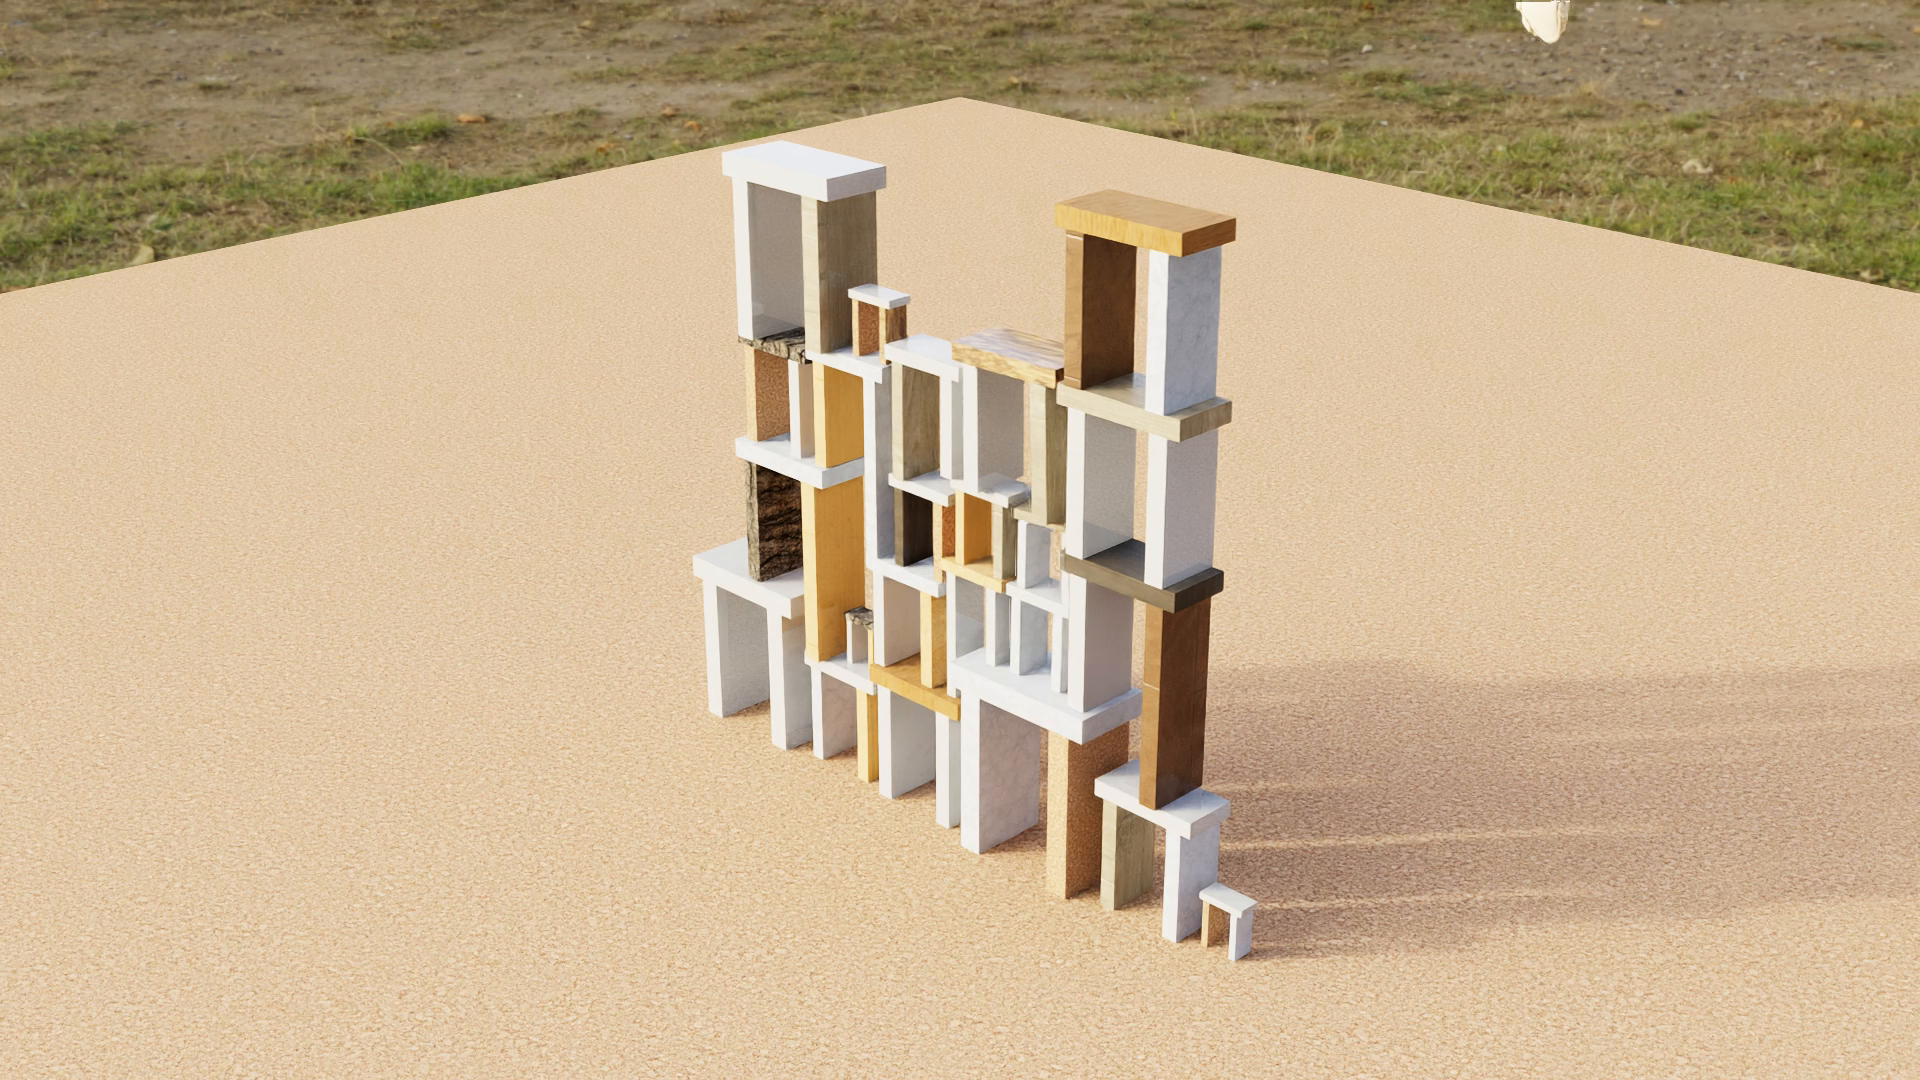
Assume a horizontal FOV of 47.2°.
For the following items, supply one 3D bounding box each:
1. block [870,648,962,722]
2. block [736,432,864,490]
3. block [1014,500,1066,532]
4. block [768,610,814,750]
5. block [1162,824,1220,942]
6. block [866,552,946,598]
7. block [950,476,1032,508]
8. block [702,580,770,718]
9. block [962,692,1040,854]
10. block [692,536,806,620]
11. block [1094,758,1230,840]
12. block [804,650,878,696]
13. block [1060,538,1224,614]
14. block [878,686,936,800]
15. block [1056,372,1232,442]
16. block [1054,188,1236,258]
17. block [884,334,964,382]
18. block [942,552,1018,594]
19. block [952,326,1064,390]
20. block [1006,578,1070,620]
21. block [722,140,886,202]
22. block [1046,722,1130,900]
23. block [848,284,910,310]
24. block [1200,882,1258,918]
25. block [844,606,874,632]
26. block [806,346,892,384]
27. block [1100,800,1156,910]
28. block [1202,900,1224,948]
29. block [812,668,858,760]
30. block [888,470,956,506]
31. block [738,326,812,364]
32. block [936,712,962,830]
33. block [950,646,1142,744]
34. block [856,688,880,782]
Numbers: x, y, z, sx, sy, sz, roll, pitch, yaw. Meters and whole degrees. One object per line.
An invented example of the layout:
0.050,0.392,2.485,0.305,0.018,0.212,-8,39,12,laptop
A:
-0.050,0.285,4.400,0.251,0.036,0.126,21,31,41,block
-0.322,-0.173,4.500,0.134,0.038,0.267,-21,31,-41,block
0.174,-0.044,4.021,0.138,0.020,0.069,17,29,34,block
-0.331,0.275,4.703,0.045,0.320,0.160,21,31,41,block
0.424,0.613,4.026,0.032,0.228,0.114,21,31,41,block
-0.078,0.056,4.337,0.203,0.029,0.102,21,31,41,block
0.061,-0.099,4.115,0.075,0.021,0.150,-21,31,-40,block
-0.482,0.216,4.842,0.045,0.320,0.160,21,31,41,block
0.080,0.428,4.313,0.049,0.343,0.171,21,31,41,block
-0.407,0.077,4.701,0.320,0.045,0.160,21,31,41,block
0.370,0.472,4.024,0.114,0.032,0.228,-21,31,-40,block
-0.214,0.259,4.572,0.105,0.030,0.211,-21,31,-41,block
0.321,0.054,3.898,0.134,0.038,0.267,-21,31,-40,block
-0.109,0.394,4.510,0.036,0.251,0.126,21,31,41,block
0.315,-0.237,3.778,0.138,0.039,0.276,-22,31,-40,block
0.306,-0.529,3.657,0.139,0.039,0.277,-22,31,-40,block
-0.037,-0.342,4.120,0.197,0.028,0.099,21,31,41,block
0.048,0.056,4.189,0.159,0.023,0.080,21,31,41,block
0.117,-0.330,3.949,0.247,0.035,0.124,19,30,39,block
0.170,0.102,4.086,0.157,0.022,0.079,21,31,40,block
-0.302,-0.715,4.250,0.153,0.043,0.306,-21,31,-41,block
0.242,0.491,4.164,0.049,0.343,0.171,21,31,41,block
-0.153,-0.465,4.187,0.057,0.016,0.113,-21,31,-41,block
0.485,0.650,3.968,0.095,0.014,0.048,21,31,41,block
-0.188,0.162,4.500,0.096,0.014,0.048,21,31,41,block
-0.187,-0.357,4.284,0.109,0.031,0.219,-21,31,-41,block
0.316,0.571,4.125,0.114,0.228,0.032,-21,31,-41,block
0.462,0.691,4.010,0.014,0.095,0.048,21,31,41,block
-0.263,0.351,4.665,0.030,0.211,0.105,21,31,41,block
-0.052,-0.107,4.237,0.081,0.023,0.163,-21,31,-40,block
-0.342,-0.400,4.429,0.102,0.029,0.203,-21,31,-40,block
0.010,0.441,4.401,0.036,0.251,0.126,21,31,41,block
0.161,0.280,4.162,0.343,0.049,0.171,21,31,41,block
-0.164,0.389,4.574,0.030,0.211,0.105,21,31,41,block
